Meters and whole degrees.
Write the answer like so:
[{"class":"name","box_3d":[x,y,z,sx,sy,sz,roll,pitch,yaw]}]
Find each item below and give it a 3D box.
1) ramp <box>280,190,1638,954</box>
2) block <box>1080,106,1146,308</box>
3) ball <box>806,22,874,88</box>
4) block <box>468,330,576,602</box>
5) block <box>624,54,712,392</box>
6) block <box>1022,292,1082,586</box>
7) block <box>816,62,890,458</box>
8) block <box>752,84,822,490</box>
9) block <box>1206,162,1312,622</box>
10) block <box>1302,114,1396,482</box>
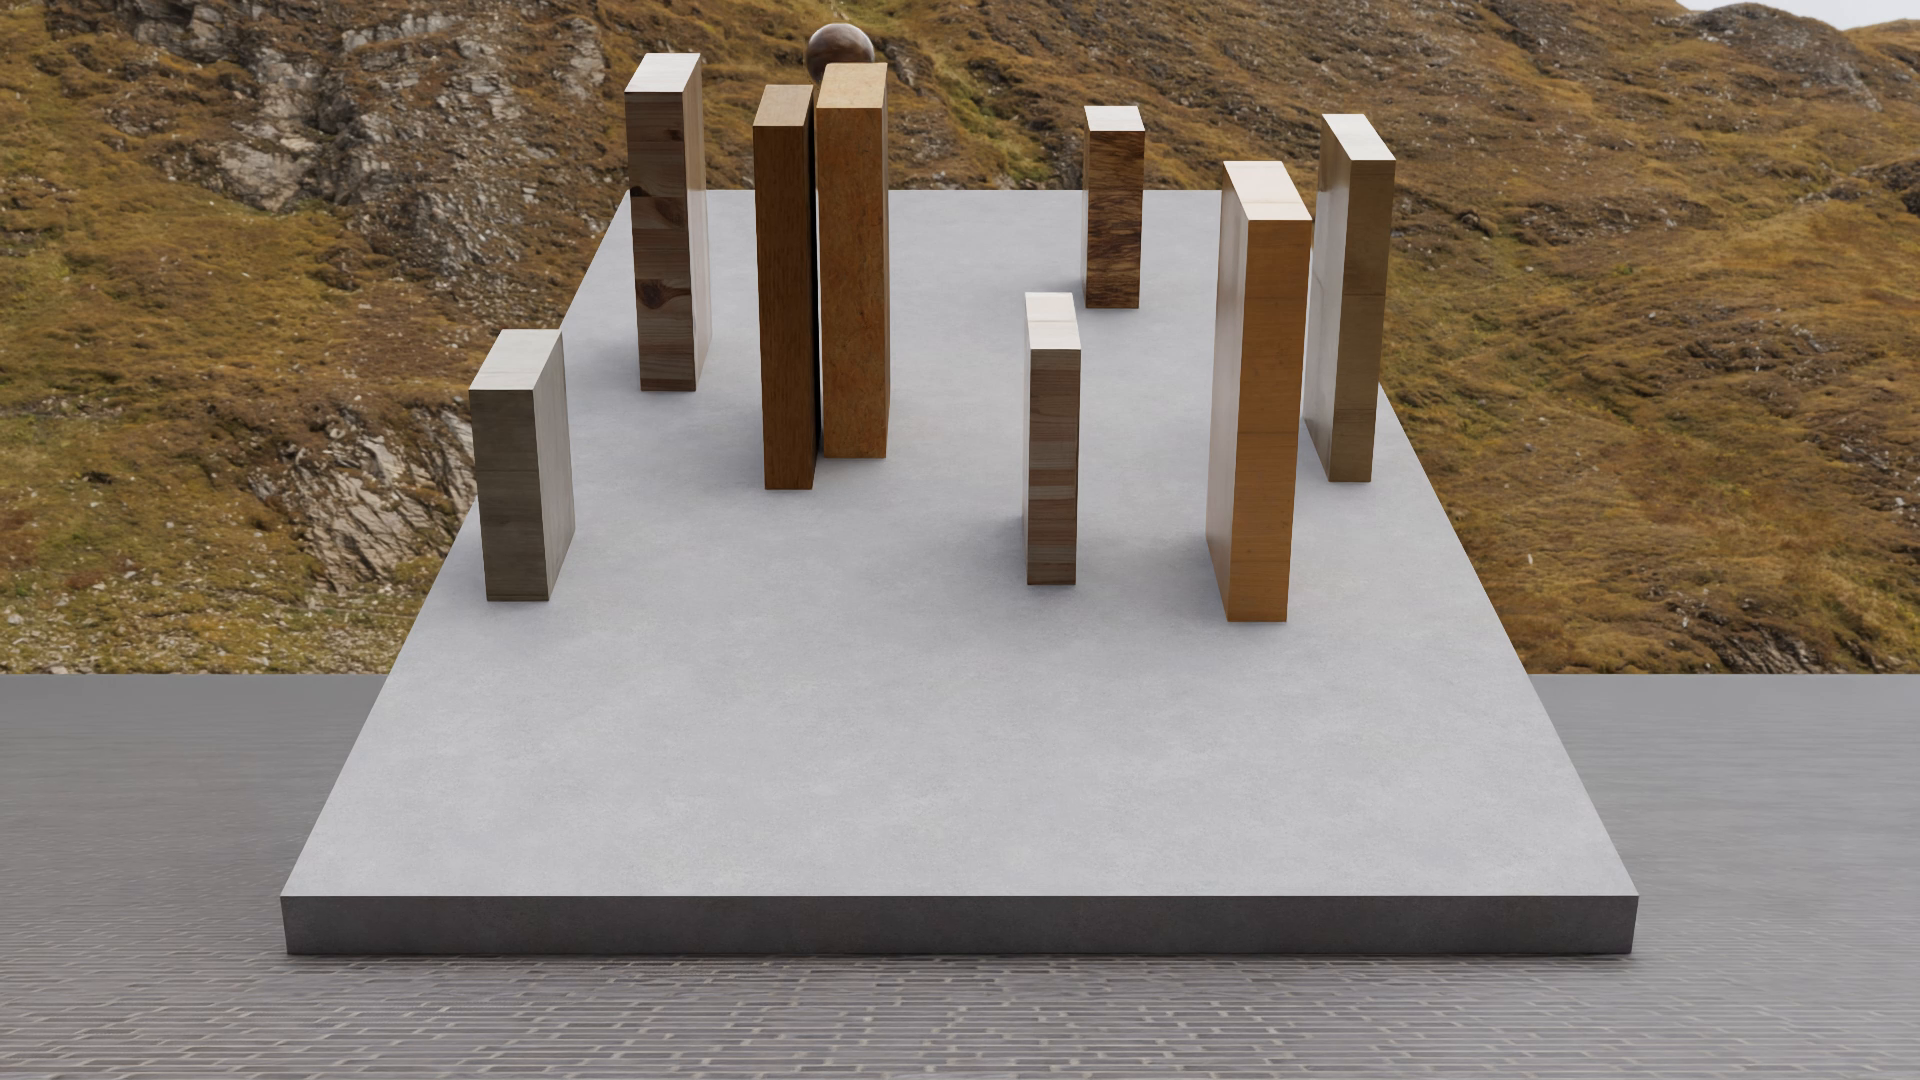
[{"class":"ramp","box_3d":[-0.008,-0.227,5.265,2.000,0.100,4.000,0,23,0]},{"class":"block","box_3d":[0.394,-0.867,6.032,0.138,0.466,0.272,0,23,0]},{"class":"ball","box_3d":[-0.343,-1.380,6.636,0.199,0.199,0.199,0,-3,0]},{"class":"block","box_3d":[-0.830,-0.147,4.422,0.116,0.421,0.344,0,23,0]},{"class":"block","box_3d":[-0.681,-0.752,5.464,0.129,0.704,0.410,0,23,0]},{"class":"block","box_3d":[0.174,-0.200,4.483,0.092,0.474,0.343,0,23,0]},{"class":"block","box_3d":[-0.227,-0.616,5.074,0.134,0.766,0.438,0,23,0]},{"class":"block","box_3d":[-0.359,-0.533,4.875,0.099,0.771,0.368,0,23,0]},{"class":"block","box_3d":[0.547,-0.279,4.307,0.109,0.762,0.404,0,23,0]},{"class":"block","box_3d":[0.825,-0.520,4.948,0.089,0.693,0.399,0,23,0]}]
